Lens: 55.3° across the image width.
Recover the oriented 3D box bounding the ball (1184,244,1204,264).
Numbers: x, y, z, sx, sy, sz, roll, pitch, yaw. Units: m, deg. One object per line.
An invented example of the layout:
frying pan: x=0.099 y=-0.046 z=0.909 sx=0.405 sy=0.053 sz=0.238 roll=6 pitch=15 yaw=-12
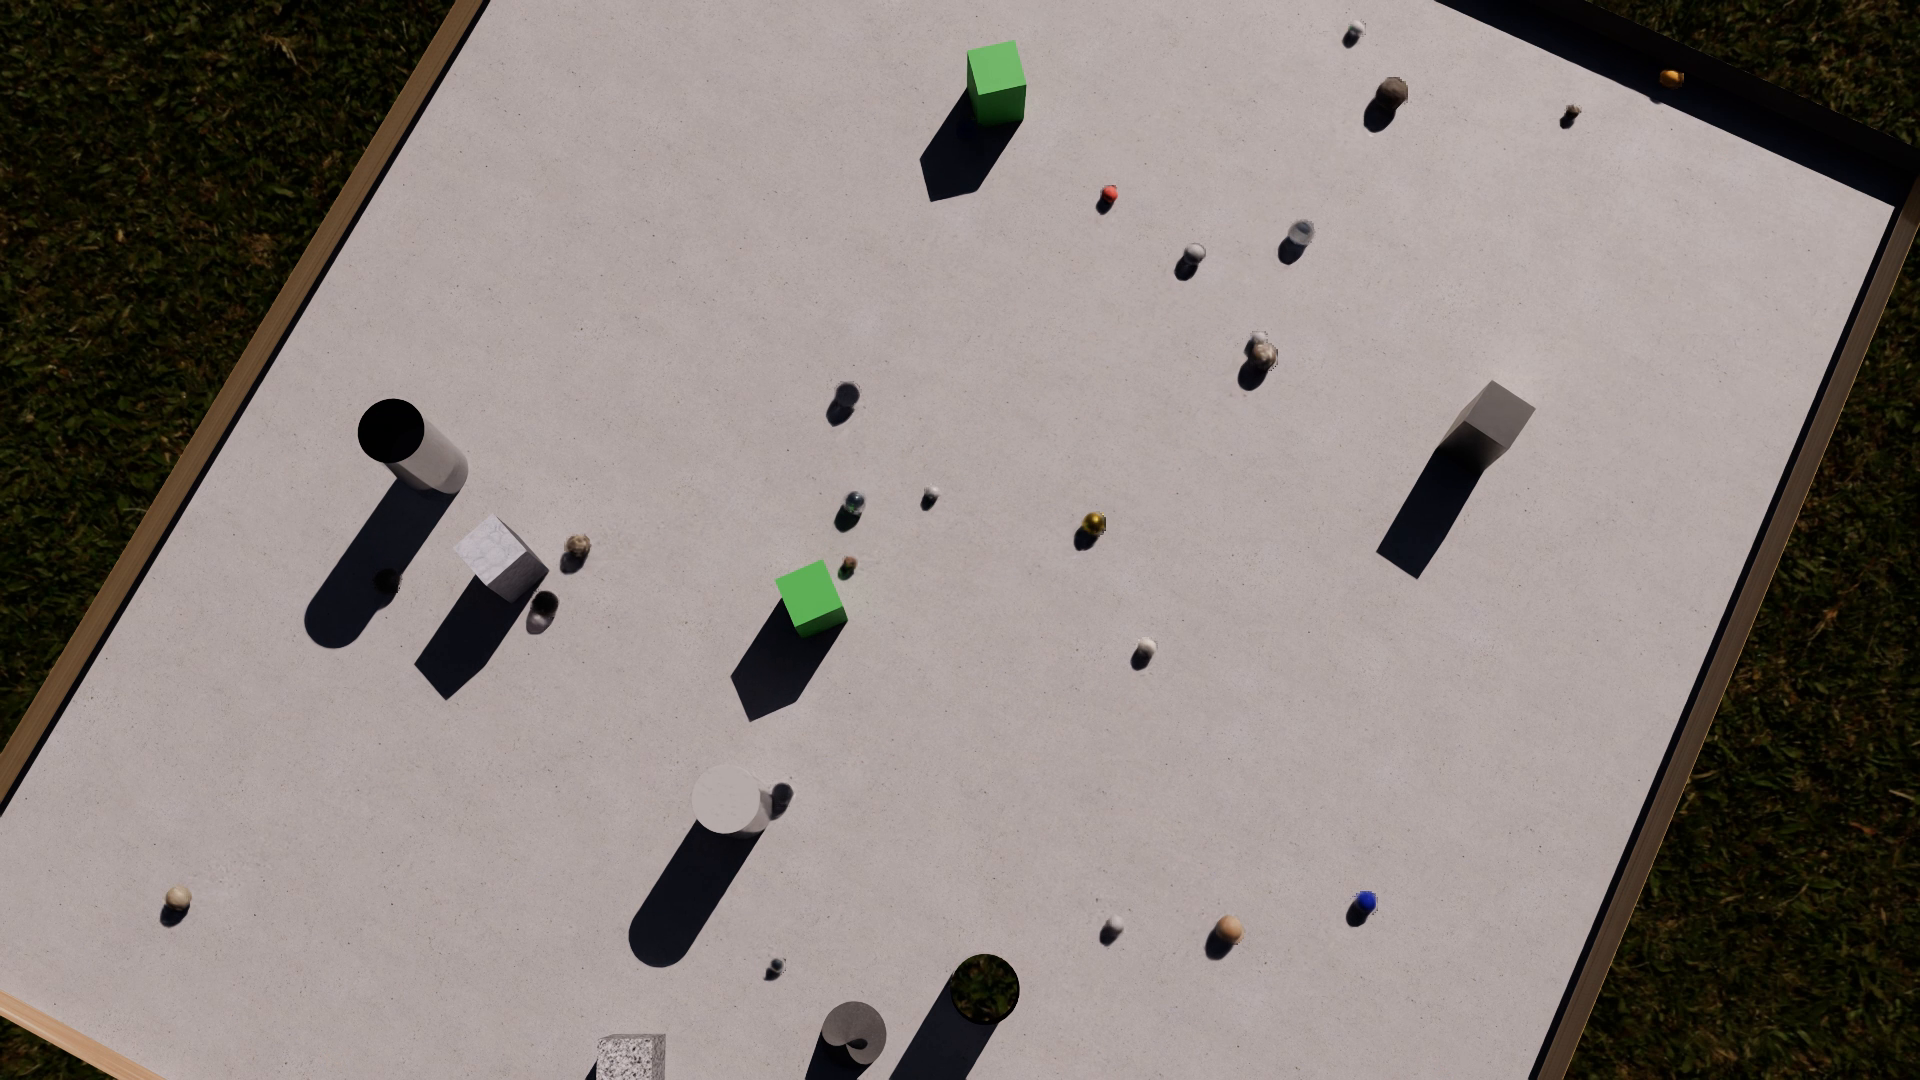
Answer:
ball: x=0.736 y=-0.899 z=5.769 sx=0.066 sy=0.066 sz=0.066 roll=0 pitch=78 yaw=0

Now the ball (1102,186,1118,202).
ball: x=0.476 y=-1.097 z=5.818 sx=0.049 sy=0.049 sz=0.049 roll=0 pitch=78 yaw=0

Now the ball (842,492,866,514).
ball: x=-0.323 y=-0.112 z=5.603 sx=0.071 sy=0.071 sz=0.071 roll=0 pitch=78 yaw=0

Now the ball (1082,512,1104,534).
ball: x=0.407 y=-0.050 z=5.592 sx=0.068 sy=0.068 sz=0.068 roll=0 pitch=78 yaw=0

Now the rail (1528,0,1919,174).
rail: x=1.090 y=-2.128 z=5.993 sx=4.443 sy=0.123 sz=0.045 roll=26 pitch=80 yaw=5

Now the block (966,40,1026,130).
block: x=0.114 y=-1.433 z=5.783 sx=0.152 sy=0.255 sz=0.152 roll=-13 pitch=79 yaw=-3

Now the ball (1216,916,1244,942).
ball: x=0.785 y=1.134 z=5.342 sx=0.078 sy=0.078 sz=0.078 roll=0 pitch=78 yaw=0

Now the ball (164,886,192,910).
ball: x=-2.288 y=1.048 z=5.363 sx=0.073 sy=0.073 sz=0.073 roll=0 pitch=78 yaw=0

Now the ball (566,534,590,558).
ball: x=-1.160 y=0.018 z=5.576 sx=0.072 sy=0.072 sz=0.072 roll=0 pitch=78 yaw=0

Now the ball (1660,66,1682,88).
ball: x=2.284 y=-1.488 z=5.890 sx=0.068 sy=0.068 sz=0.068 roll=0 pitch=78 yaw=0

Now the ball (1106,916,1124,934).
ball: x=0.455 y=1.124 z=5.357 sx=0.053 sy=0.053 sz=0.053 roll=0 pitch=78 yaw=0

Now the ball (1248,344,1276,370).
ball: x=0.939 y=-0.569 z=5.692 sx=0.083 sy=0.083 sz=0.083 roll=0 pitch=78 yaw=0

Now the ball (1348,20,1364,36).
ball: x=1.284 y=-1.655 z=5.934 sx=0.049 sy=0.049 sz=0.049 roll=0 pitch=78 yaw=0

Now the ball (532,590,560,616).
ball: x=-1.252 y=0.192 z=5.537 sx=0.079 sy=0.079 sz=0.079 roll=0 pitch=78 yaw=0

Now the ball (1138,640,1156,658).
ball: x=0.564 y=0.326 z=5.521 sx=0.055 sy=0.055 sz=0.055 roll=0 pitch=78 yaw=0

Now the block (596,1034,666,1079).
block: x=-0.929 y=1.483 z=5.188 sx=0.152 sy=0.239 sz=0.152 roll=-1 pitch=78 yaw=0

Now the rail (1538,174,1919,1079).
rail: x=1.966 y=0.969 z=5.352 sx=0.045 sy=0.123 sz=4.923 roll=26 pitch=80 yaw=5

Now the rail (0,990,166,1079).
rail: x=-1.090 y=2.142 z=5.109 sx=4.443 sy=0.123 sz=0.045 roll=26 pitch=80 yaw=5

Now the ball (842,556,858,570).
ball: x=-0.334 y=0.070 z=5.580 sx=0.044 sy=0.044 sz=0.044 roll=0 pitch=78 yaw=0

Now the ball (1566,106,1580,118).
ball: x=1.967 y=-1.373 z=5.879 sx=0.042 sy=0.042 sz=0.042 roll=0 pitch=78 yaw=0

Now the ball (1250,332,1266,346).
ball: x=0.932 y=-0.627 z=5.722 sx=0.048 sy=0.048 sz=0.048 roll=0 pitch=78 yaw=0

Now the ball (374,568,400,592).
ball: x=-1.736 y=0.122 z=5.553 sx=0.074 sy=0.074 sz=0.074 roll=0 pitch=78 yaw=0

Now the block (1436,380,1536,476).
block: x=1.578 y=-0.332 z=5.515 sx=0.152 sy=0.334 sz=0.152 roll=35 pitch=80 yaw=7

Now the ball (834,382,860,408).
ball: x=-0.349 y=-0.449 z=5.670 sx=0.076 sy=0.076 sz=0.076 roll=0 pitch=78 yaw=0

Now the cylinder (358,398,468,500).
cylinder: x=-1.613 y=-0.262 z=5.428 sx=0.190 sy=0.474 sz=0.190 roll=0 pitch=78 yaw=0

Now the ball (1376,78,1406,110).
ball: x=1.380 y=-1.427 z=5.863 sx=0.095 sy=0.095 sz=0.095 roll=0 pitch=78 yaw=0

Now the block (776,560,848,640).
block: x=-0.439 y=0.180 z=5.448 sx=0.152 sy=0.258 sz=0.152 roll=-23 pitch=79 yaw=-5

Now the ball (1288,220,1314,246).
ball: x=1.074 y=-0.968 z=5.777 sx=0.078 sy=0.078 sz=0.078 roll=0 pitch=78 yaw=0

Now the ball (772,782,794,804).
ball: x=-0.526 y=0.751 z=5.425 sx=0.066 sy=0.066 sz=0.066 roll=0 pitch=78 yaw=0

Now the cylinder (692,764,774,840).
cylinder: x=-0.649 y=0.756 z=5.265 sx=0.190 sy=0.383 sz=0.190 roll=0 pitch=78 yaw=0

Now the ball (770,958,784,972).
ball: x=-0.533 y=1.238 z=5.339 sx=0.041 sy=0.041 sz=0.041 roll=0 pitch=78 yaw=0

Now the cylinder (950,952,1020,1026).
cylinder: x=0.068 y=1.263 z=5.175 sx=0.190 sy=0.352 sz=0.190 roll=0 pitch=78 yaw=0

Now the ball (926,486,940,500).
ball: x=-0.082 y=-0.145 z=5.624 sx=0.045 sy=0.045 sz=0.045 roll=0 pitch=78 yaw=0

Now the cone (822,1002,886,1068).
cone: x=-0.308 y=1.400 z=5.140 sx=0.190 sy=0.366 sz=0.190 roll=0 pitch=78 yaw=0

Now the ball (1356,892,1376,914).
ball: x=1.189 y=1.063 z=5.366 sx=0.061 sy=0.061 sz=0.061 roll=0 pitch=78 yaw=0

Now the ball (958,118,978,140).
ball: x=0.025 y=-1.307 z=5.836 sx=0.067 sy=0.067 sz=0.067 roll=0 pitch=78 yaw=0

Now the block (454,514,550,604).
block: x=-1.360 y=0.058 z=5.448 sx=0.152 sy=0.306 sz=0.152 roll=-42 pitch=81 yaw=-8

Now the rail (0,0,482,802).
rail: x=-1.966 y=-0.956 z=5.750 sx=0.045 sy=0.123 sz=4.923 roll=26 pitch=80 yaw=5
